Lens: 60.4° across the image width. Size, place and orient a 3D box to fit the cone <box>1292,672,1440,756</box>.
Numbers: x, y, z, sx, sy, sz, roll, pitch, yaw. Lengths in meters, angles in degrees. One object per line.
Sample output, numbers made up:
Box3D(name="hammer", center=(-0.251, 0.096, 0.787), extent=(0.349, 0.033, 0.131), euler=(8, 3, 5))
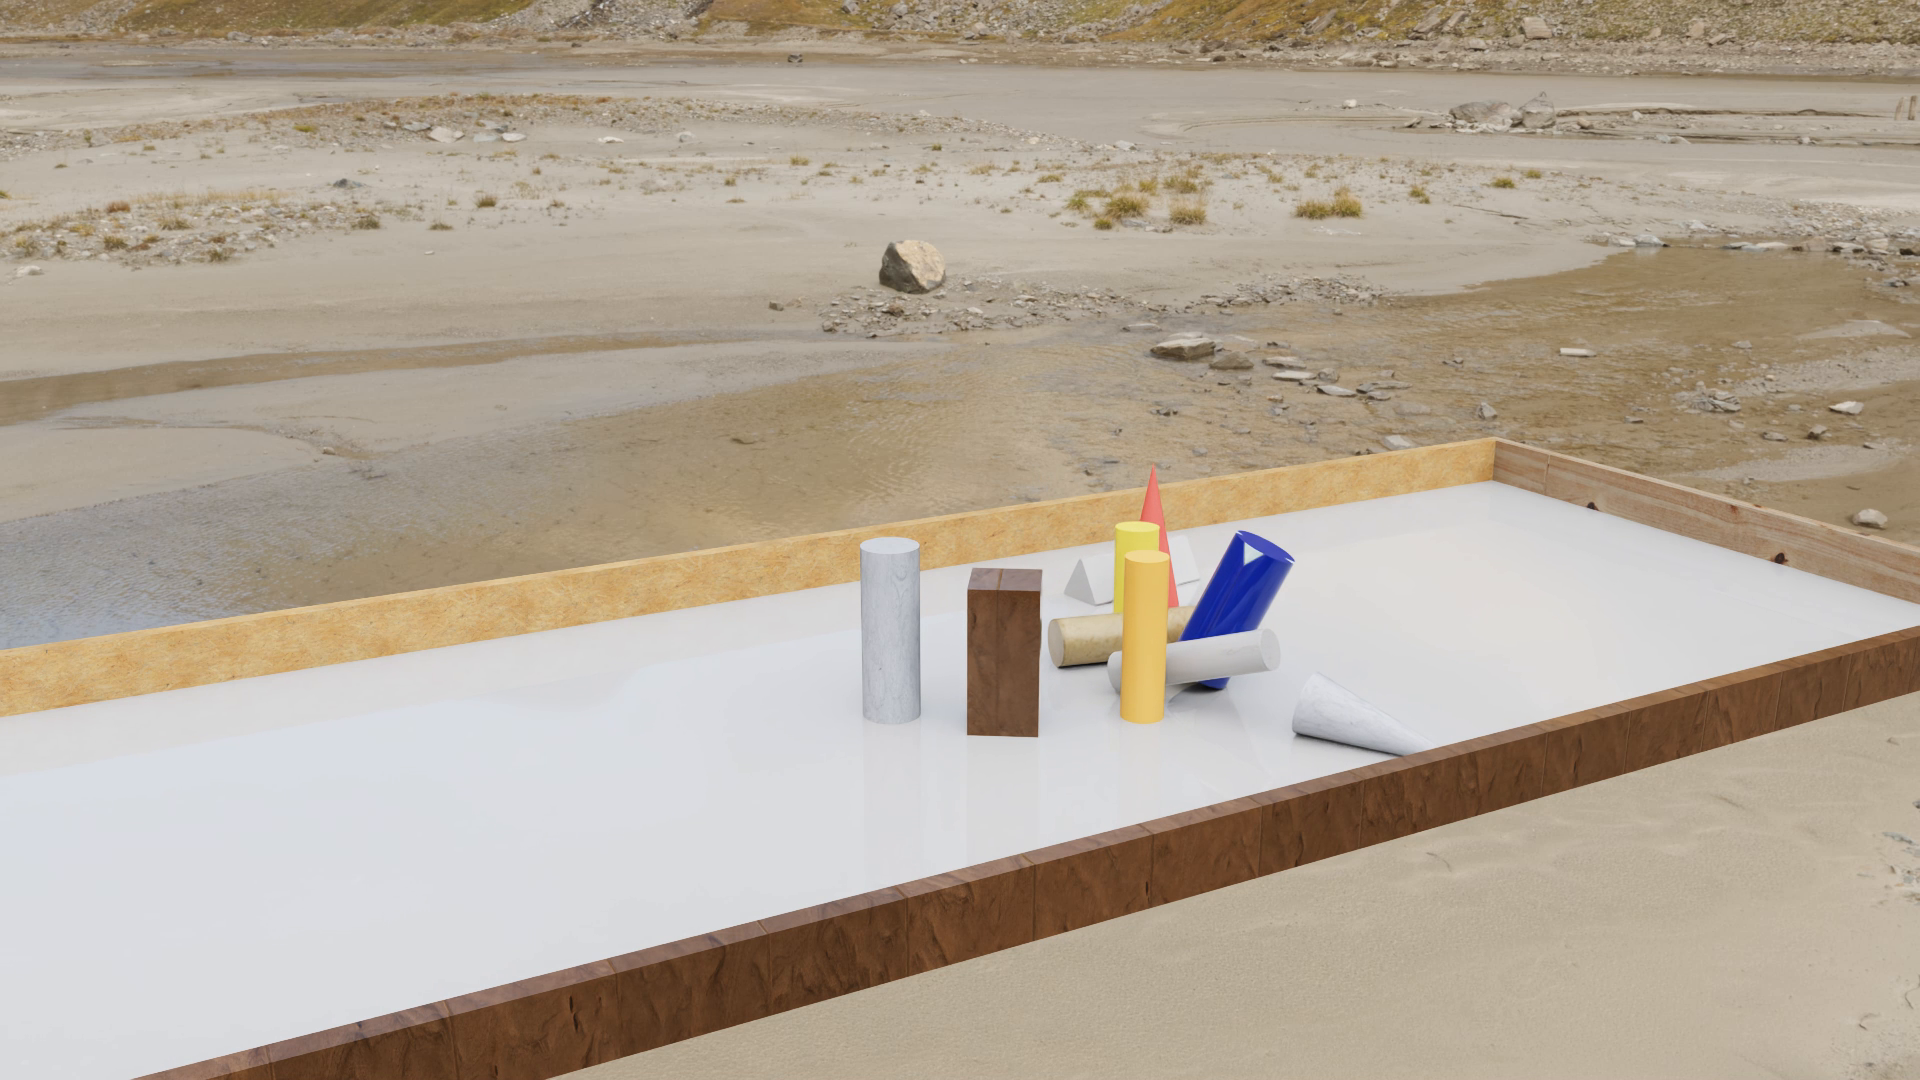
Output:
Box3D(name="cone", center=(0.975, 0.443, 3.715), extent=(0.422, 0.151, 0.151), euler=(21, 25, 28))

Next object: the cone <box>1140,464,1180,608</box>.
Box3D(name="cone", center=(0.540, -0.015, 4.651), extent=(0.170, 0.424, 0.170), euler=(0, 16, 0))

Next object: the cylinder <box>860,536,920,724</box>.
Box3D(name="cylinder", center=(-0.163, 0.213, 3.884), extent=(0.138, 0.420, 0.138), euler=(0, 16, 0))

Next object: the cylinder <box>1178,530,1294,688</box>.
Box3D(name="cylinder", center=(0.669, 0.172, 4.069), extent=(0.160, 0.361, 0.160), euler=(23, 17, -8))

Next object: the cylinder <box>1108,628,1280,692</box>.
Box3D(name="cylinder", center=(0.557, 0.290, 3.956), extent=(0.418, 0.100, 0.100), euler=(-12, 6, 36))

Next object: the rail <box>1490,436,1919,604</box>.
Box3D(name="rail", center=(2.466, -0.048, 5.253), extent=(0.050, 0.150, 2.100), euler=(-9, 18, -27))

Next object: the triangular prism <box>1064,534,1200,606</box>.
Box3D(name="triangular prism", center=(0.511, 0.078, 4.862), extent=(0.414, 0.122, 0.141), euler=(-12, 20, -35))

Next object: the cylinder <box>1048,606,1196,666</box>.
Box3D(name="cylinder", center=(0.436, 0.249, 4.291), extent=(0.397, 0.123, 0.123), euler=(-5, 17, -16))

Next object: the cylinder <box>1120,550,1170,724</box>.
Box3D(name="cylinder", center=(0.434, 0.228, 3.875), extent=(0.104, 0.397, 0.104), euler=(0, 16, 0))

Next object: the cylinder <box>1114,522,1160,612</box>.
Box3D(name="cylinder", center=(0.469, 0.116, 4.396), extent=(0.116, 0.313, 0.116), euler=(0, 14, 0))

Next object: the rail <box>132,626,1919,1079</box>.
Box3D(name="rail", center=(-2.336, 1.006, 1.665), extent=(12.000, 0.150, 0.050), euler=(-9, 18, -27))

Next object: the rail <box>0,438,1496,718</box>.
Box3D(name="rail", center=(-3.305, 0.497, 3.399), extent=(12.000, 0.150, 0.050), euler=(-9, 18, -27))

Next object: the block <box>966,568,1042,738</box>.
Box3D(name="block", center=(0.105, 0.260, 3.839), extent=(0.165, 0.355, 0.165), euler=(1, 16, 4))
